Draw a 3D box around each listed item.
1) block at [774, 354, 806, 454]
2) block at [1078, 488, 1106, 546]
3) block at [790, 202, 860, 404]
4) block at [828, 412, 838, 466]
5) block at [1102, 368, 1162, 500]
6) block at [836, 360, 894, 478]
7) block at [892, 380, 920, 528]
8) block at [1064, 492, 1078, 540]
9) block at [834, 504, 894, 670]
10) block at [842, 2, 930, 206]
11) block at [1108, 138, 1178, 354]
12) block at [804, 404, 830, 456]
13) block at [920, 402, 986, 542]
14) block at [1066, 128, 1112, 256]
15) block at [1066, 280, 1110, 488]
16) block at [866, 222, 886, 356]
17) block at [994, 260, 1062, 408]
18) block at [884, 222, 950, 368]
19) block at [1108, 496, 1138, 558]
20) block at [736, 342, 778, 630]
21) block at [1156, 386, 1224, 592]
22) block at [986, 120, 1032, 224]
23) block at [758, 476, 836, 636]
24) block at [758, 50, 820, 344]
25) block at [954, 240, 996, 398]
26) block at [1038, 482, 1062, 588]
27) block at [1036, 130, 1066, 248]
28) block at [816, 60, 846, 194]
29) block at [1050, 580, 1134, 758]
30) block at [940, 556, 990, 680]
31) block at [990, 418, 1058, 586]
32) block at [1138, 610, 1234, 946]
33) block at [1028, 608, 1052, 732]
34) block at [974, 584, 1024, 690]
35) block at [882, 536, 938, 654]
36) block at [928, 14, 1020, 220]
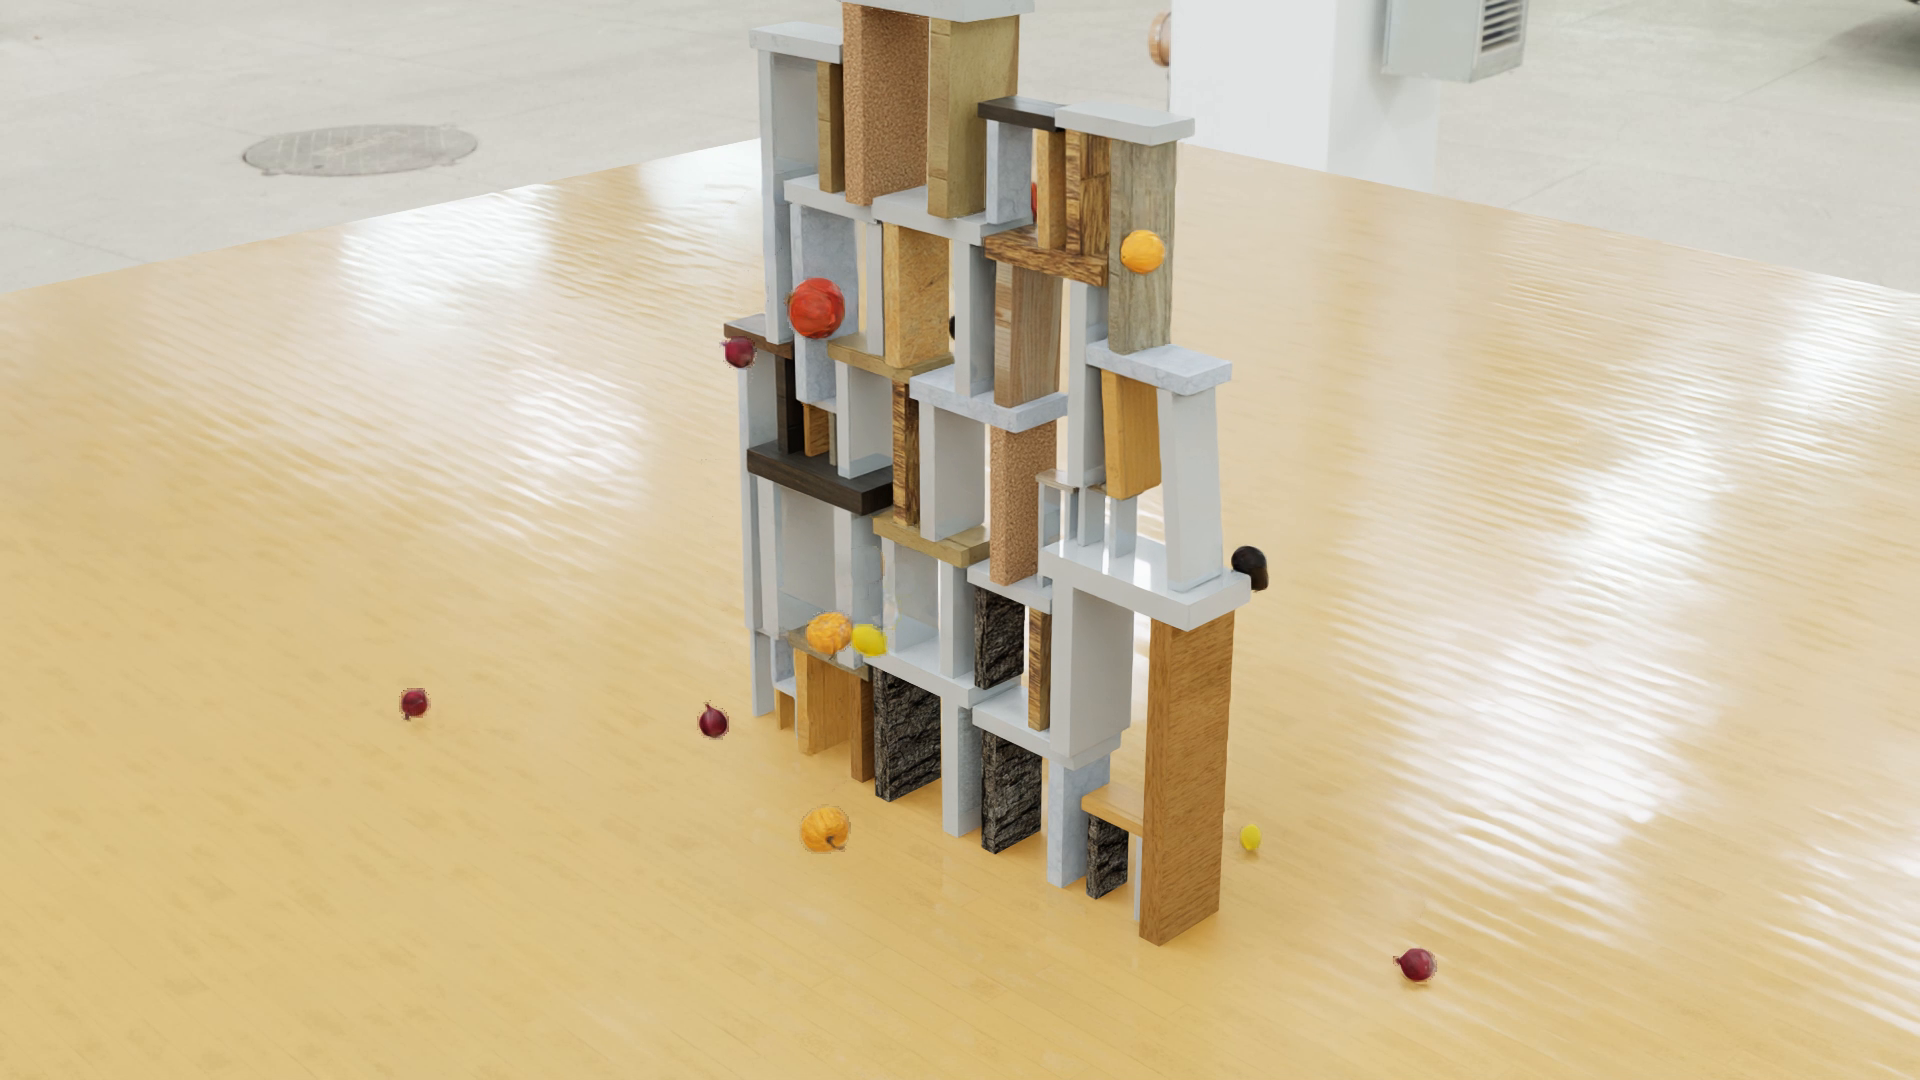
[{"bbox_3d":[-0.323,-0.286,4.453,0.029,0.206,0.103,21,31,40],"label":"block"},{"bbox_3d":[0.237,-0.049,3.952,0.016,0.112,0.056,21,31,40],"label":"block"},{"bbox_3d":[-0.263,-0.475,4.319,0.129,0.402,0.037,-16,27,-34],"label":"block"},{"bbox_3d":[-0.234,-0.209,4.392,0.056,0.113,0.016,-21,30,-40],"label":"block"},{"bbox_3d":[0.302,-0.196,3.820,0.115,0.230,0.033,-20,25,-40],"label":"block"},{"bbox_3d":[-0.186,-0.250,4.328,0.119,0.239,0.034,-21,31,-40],"label":"block"},{"bbox_3d":[-0.074,-0.181,4.235,0.119,0.294,0.034,-21,31,-41],"label":"block"},{"bbox_3d":[0.209,-0.050,3.980,0.013,0.092,0.046,21,31,40],"label":"block"},{"bbox_3d":[-0.171,0.073,4.437,0.049,0.344,0.172,21,31,40],"label":"block"},{"bbox_3d":[-0.133,-0.808,4.032,0.049,0.361,0.172,21,31,40],"label":"block"},{"bbox_3d":[0.305,-0.497,3.685,0.107,0.362,0.030,-11,24,-25],"label":"block"},{"bbox_3d":[-0.288,-0.230,4.440,0.016,0.112,0.056,20,30,41],"label":"block"},{"bbox_3d":[-0.014,-0.146,4.178,0.039,0.274,0.137,21,31,40],"label":"block"},{"bbox_3d":[0.227,-0.598,3.737,0.030,0.214,0.107,18,28,41],"label":"block"},{"bbox_3d":[0.249,-0.285,3.849,0.038,0.372,0.133,20,30,41],"label":"block"},{"bbox_3d":[-0.124,-0.491,4.173,0.037,0.258,0.129,16,28,32],"label":"block"},{"bbox_3d":[0.123,-0.381,3.940,0.038,0.266,0.133,22,31,40],"label":"block"},{"bbox_3d":[-0.080,-0.470,4.104,0.039,0.273,0.136,20,30,38],"label":"block"},{"bbox_3d":[0.290,-0.028,3.904,0.056,0.112,0.016,-21,31,-41],"label":"block"},{"bbox_3d":[-0.413,-0.122,4.632,0.029,0.649,0.103,21,30,40],"label":"block"},{"bbox_3d":[0.394,-0.099,3.753,0.033,0.357,0.115,13,25,43],"label":"block"},{"bbox_3d":[0.086,-0.651,3.848,0.026,0.181,0.090,20,30,39],"label":"block"},{"bbox_3d":[-0.335,0.010,4.584,0.049,0.344,0.172,21,31,40],"label":"block"},{"bbox_3d":[-0.328,-0.673,4.288,0.035,0.577,0.122,21,31,39],"label":"block"},{"bbox_3d":[0.051,-0.415,3.992,0.039,0.287,0.136,21,31,40],"label":"block"},{"bbox_3d":[0.164,-0.015,4.042,0.013,0.206,0.046,21,31,41],"label":"block"},{"bbox_3d":[0.173,-0.610,3.779,0.026,0.202,0.090,18,28,40],"label":"block"},{"bbox_3d":[-0.208,-0.783,4.120,0.122,0.245,0.035,-20,30,-39],"label":"block"},{"bbox_3d":[0.244,0.211,4.048,0.172,0.345,0.049,-21,31,-41],"label":"block"},{"bbox_3d":[0.017,0.137,4.260,0.034,0.242,0.121,21,31,40],"label":"block"},{"bbox_3d":[0.117,-0.080,4.065,0.039,0.308,0.137,21,31,41],"label":"block"},{"bbox_3d":[0.407,0.414,3.957,0.049,0.647,0.172,21,31,41],"label":"block"},{"bbox_3d":[0.177,0.228,4.131,0.106,0.249,0.030,-21,30,-40],"label":"block"},{"bbox_3d":[0.076,0.172,4.216,0.106,0.212,0.030,-21,31,-40],"label":"block"},{"bbox_3d":[-0.098,0.092,4.365,0.034,0.242,0.121,21,31,41],"label":"block"},{"bbox_3d":[0.024,-0.753,3.876,0.049,0.345,0.172,22,30,40],"label":"block"}]
